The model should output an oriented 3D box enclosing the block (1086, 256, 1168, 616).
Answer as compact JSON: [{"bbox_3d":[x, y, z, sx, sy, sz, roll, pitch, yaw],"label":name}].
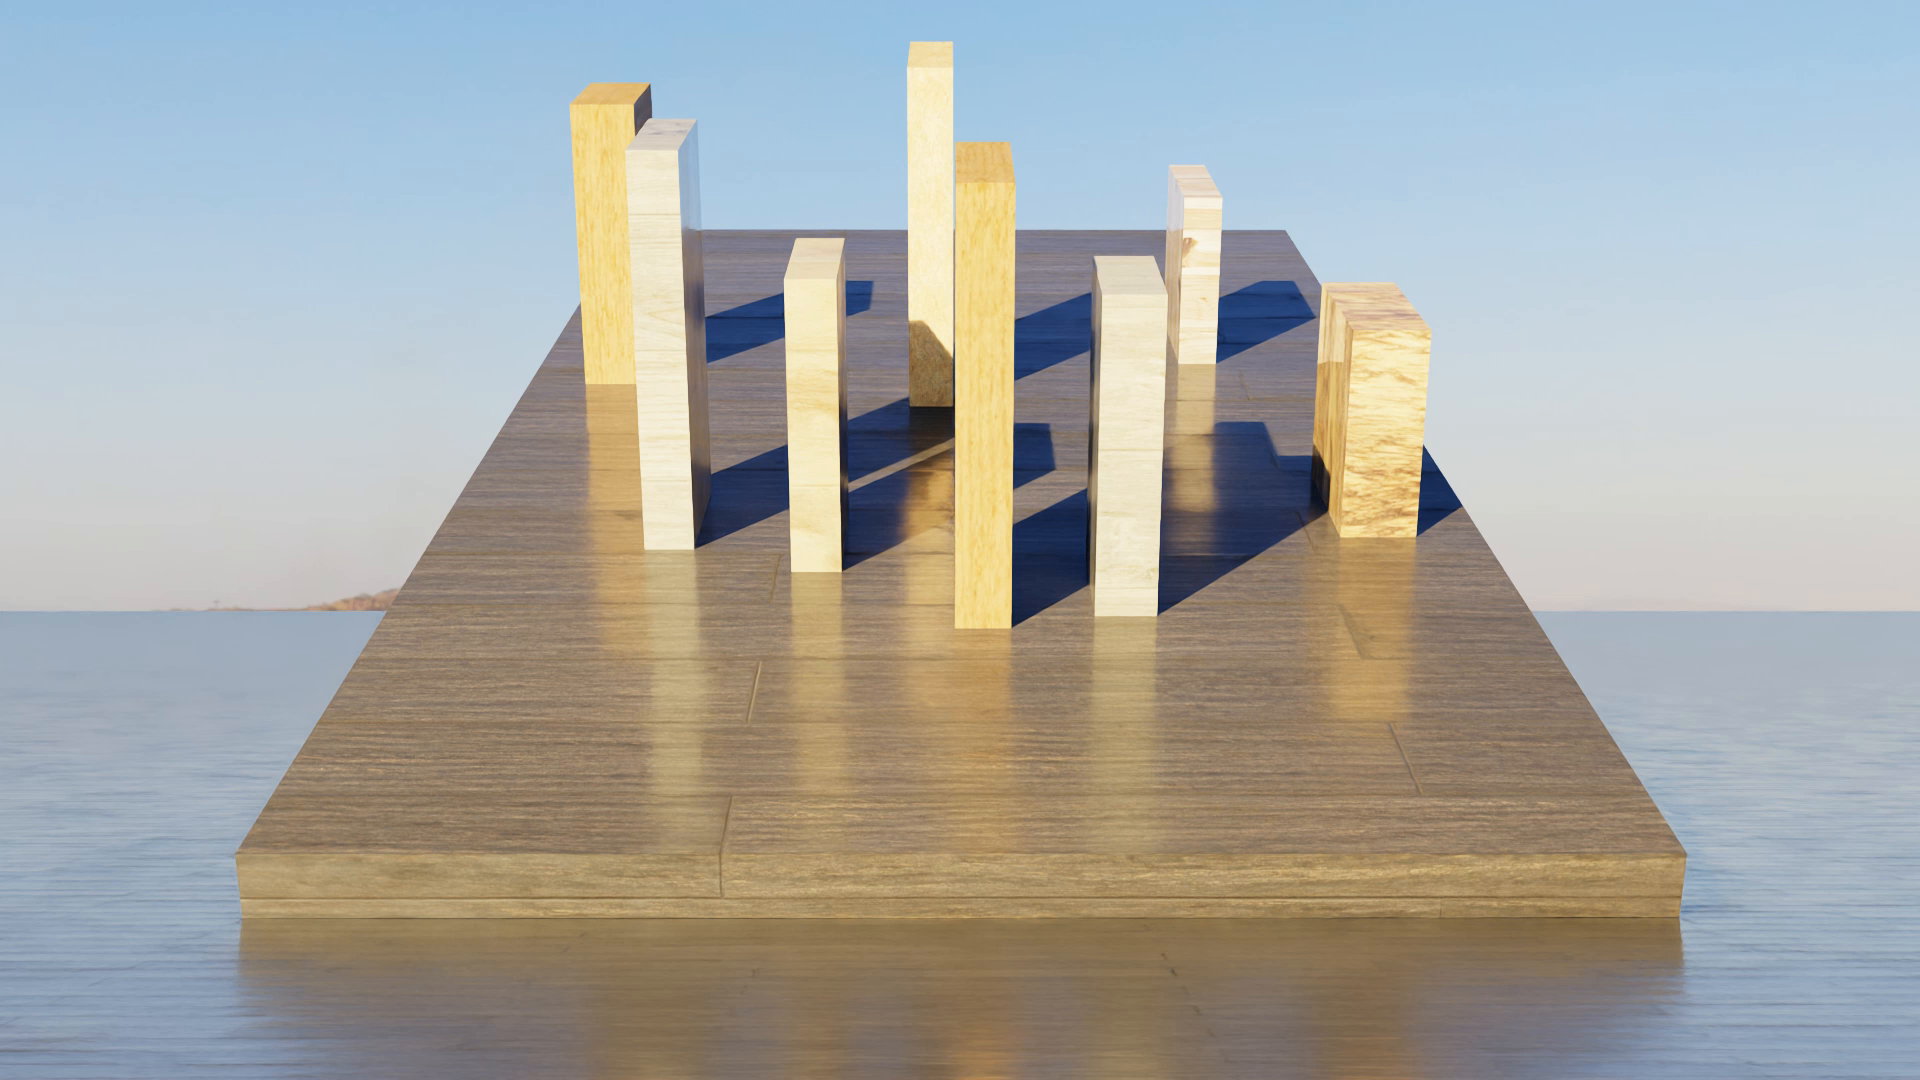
[{"bbox_3d":[0.288,-0.185,3.979,0.108,0.573,0.282,0,20,0],"label":"block"}]

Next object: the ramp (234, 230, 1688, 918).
[{"bbox_3d":[-0.005,-0.208,5.019,2.000,0.100,4.000,0,20,0],"label":"ramp"}]

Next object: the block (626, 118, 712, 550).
[{"bbox_3d":[-0.545,-0.391,4.282,0.093,0.750,0.332,0,20,0],"label":"block"}]

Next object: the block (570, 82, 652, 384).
[{"bbox_3d":[-0.803,-0.724,5.335,0.142,0.649,0.316,0,20,0],"label":"block"}]

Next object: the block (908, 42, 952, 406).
[{"bbox_3d":[-0.066,-0.728,5.191,0.098,0.758,0.406,0,20,0],"label":"block"}]

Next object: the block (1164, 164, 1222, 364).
[{"bbox_3d":[0.571,-0.685,5.592,0.089,0.404,0.409,0,20,0],"label":"block"}]

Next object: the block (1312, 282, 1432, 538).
[{"bbox_3d":[0.797,-0.260,4.429,0.144,0.406,0.373,0,20,0],"label":"block"}]

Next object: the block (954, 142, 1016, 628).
[{"bbox_3d":[0.040,-0.273,3.932,0.096,0.770,0.367,0,20,0],"label":"block"}]

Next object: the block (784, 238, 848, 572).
[{"bbox_3d":[-0.263,-0.255,4.206,0.091,0.546,0.327,0,20,0],"label":"block"}]
